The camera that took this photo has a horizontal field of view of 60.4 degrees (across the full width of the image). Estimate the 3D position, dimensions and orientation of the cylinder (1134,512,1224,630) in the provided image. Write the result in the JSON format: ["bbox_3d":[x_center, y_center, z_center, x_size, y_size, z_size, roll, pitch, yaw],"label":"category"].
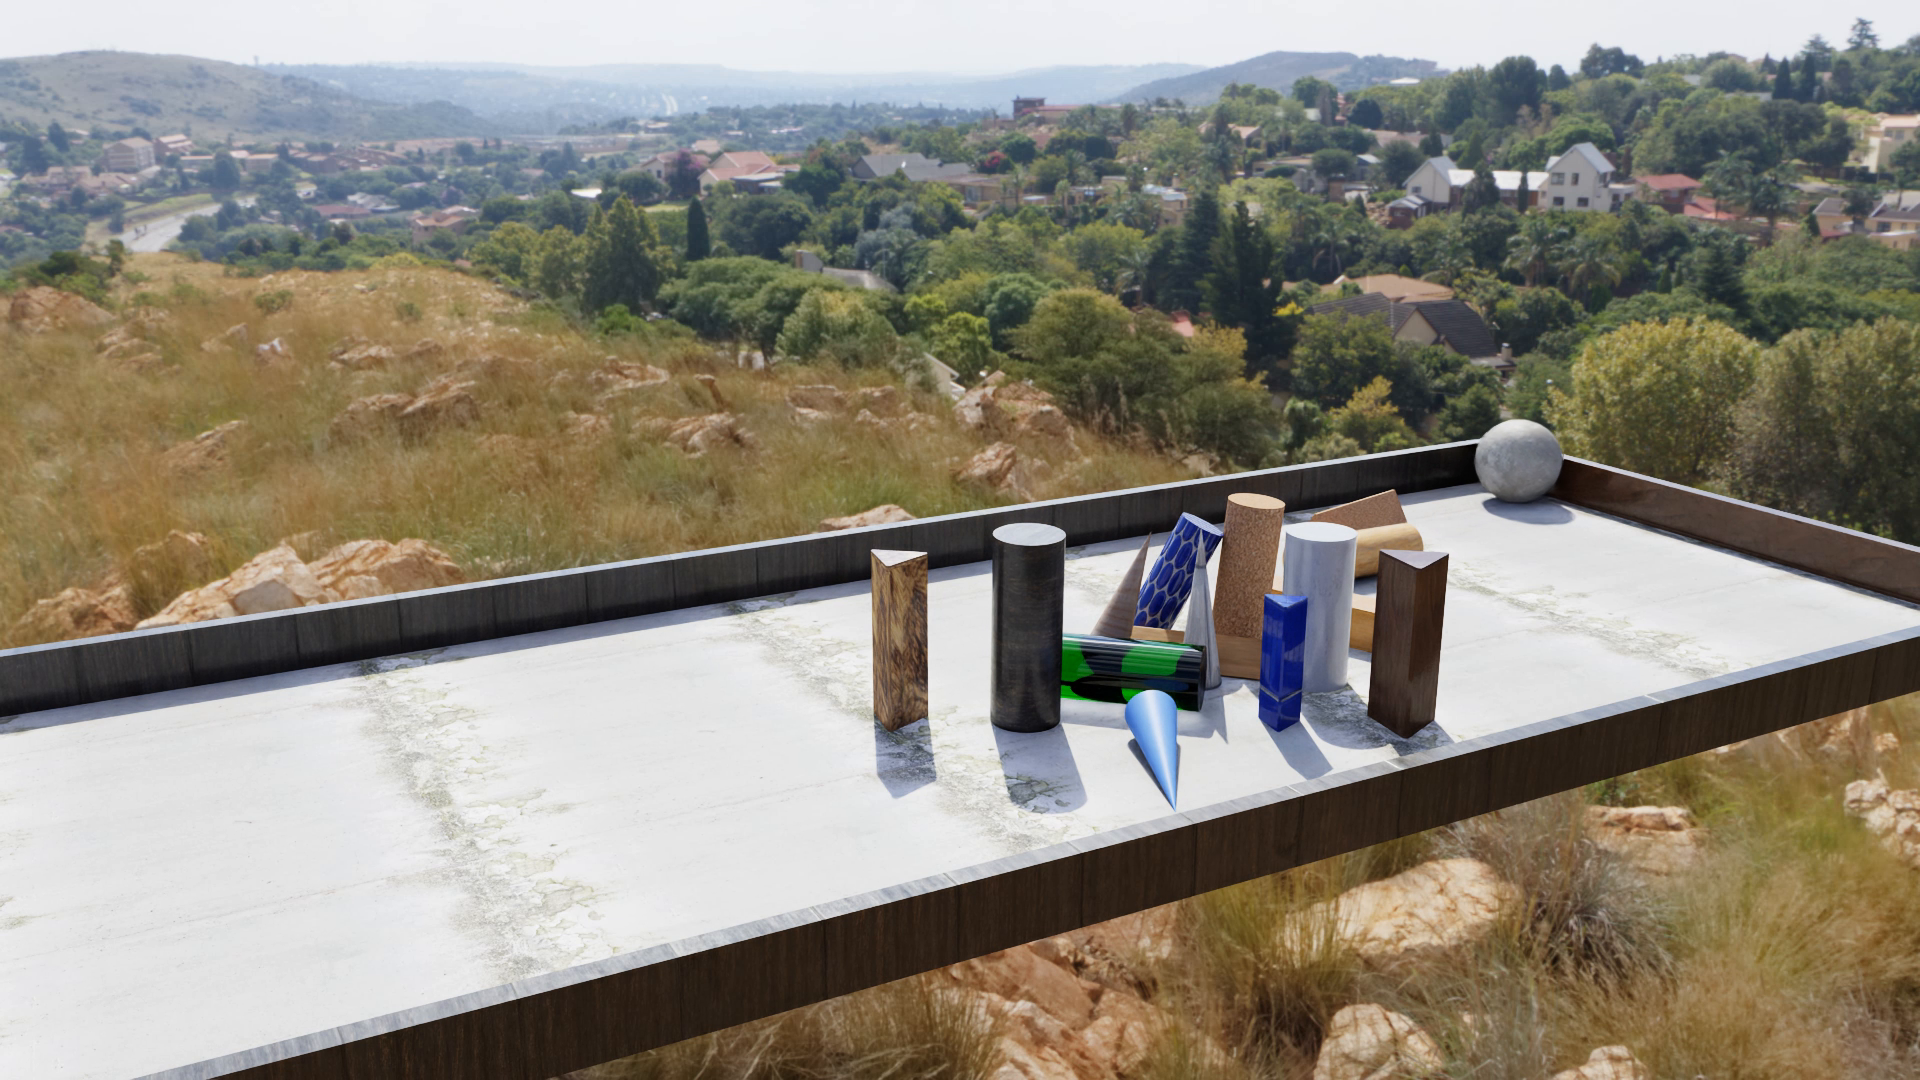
[{"bbox_3d":[0.560,0.106,4.353,0.122,0.342,0.122,25,15,-7],"label":"cylinder"}]

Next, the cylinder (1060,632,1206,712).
[{"bbox_3d":[0.370,0.315,4.001,0.435,0.160,0.160,5,17,15],"label":"cylinder"}]

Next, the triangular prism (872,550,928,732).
[{"bbox_3d":[-0.163,0.227,3.864,0.115,0.404,0.133,14,21,39],"label":"triangular prism"}]

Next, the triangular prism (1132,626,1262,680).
[{"bbox_3d":[0.600,0.280,4.234,0.427,0.090,0.104,5,17,17],"label":"triangular prism"}]

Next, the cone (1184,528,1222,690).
[{"bbox_3d":[0.593,0.160,4.067,0.110,0.412,0.110,-2,19,1],"label":"cone"}]

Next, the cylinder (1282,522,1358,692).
[{"bbox_3d":[0.887,0.166,4.100,0.172,0.389,0.172,0,16,0],"label":"cylinder"}]

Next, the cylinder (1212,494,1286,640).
[{"bbox_3d":[0.754,0.086,4.345,0.147,0.393,0.147,5,17,-1],"label":"cylinder"}]

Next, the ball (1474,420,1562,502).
[{"bbox_3d":[1.957,-0.278,5.784,0.292,0.292,0.292,0,16,0],"label":"ball"}]

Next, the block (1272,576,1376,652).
[{"bbox_3d":[0.969,0.195,4.495,0.415,0.111,0.111,14,21,39],"label":"block"}]

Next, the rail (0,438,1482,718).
[{"bbox_3d":[-3.305,0.497,3.399,12.000,0.150,0.050,-9,18,-27],"label":"rail"}]

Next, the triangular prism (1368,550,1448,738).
[{"bbox_3d":[1.024,0.232,3.837,0.133,0.411,0.154,13,21,38],"label":"triangular prism"}]

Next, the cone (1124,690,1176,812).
[{"bbox_3d":[0.443,0.482,3.607,0.121,0.121,0.401,0,25,-1],"label":"cone"}]

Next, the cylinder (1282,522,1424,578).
[{"bbox_3d":[1.181,0.044,4.950,0.417,0.143,0.143,-8,18,-25],"label":"cylinder"}]

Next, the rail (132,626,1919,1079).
[{"bbox_3d":[-2.336,1.006,1.665,12.000,0.150,0.050,-9,18,-27],"label":"rail"}]

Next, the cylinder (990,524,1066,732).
[{"bbox_3d":[0.156,0.204,3.837,0.167,0.459,0.167,0,18,0],"label":"cylinder"}]

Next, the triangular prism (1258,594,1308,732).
[{"bbox_3d":[0.741,0.281,3.853,0.084,0.307,0.096,14,21,40],"label":"triangular prism"}]

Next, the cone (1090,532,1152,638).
[{"bbox_3d":[0.417,0.149,4.156,0.129,0.369,0.129,20,4,-1],"label":"cone"}]

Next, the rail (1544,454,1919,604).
[{"bbox_3d":[2.466,-0.048,5.253,0.050,0.150,2.100,-9,18,-27],"label":"rail"}]

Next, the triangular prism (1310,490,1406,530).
[{"bbox_3d":[1.275,-0.064,5.331,0.439,0.128,0.148,-15,22,-41],"label":"triangular prism"}]
